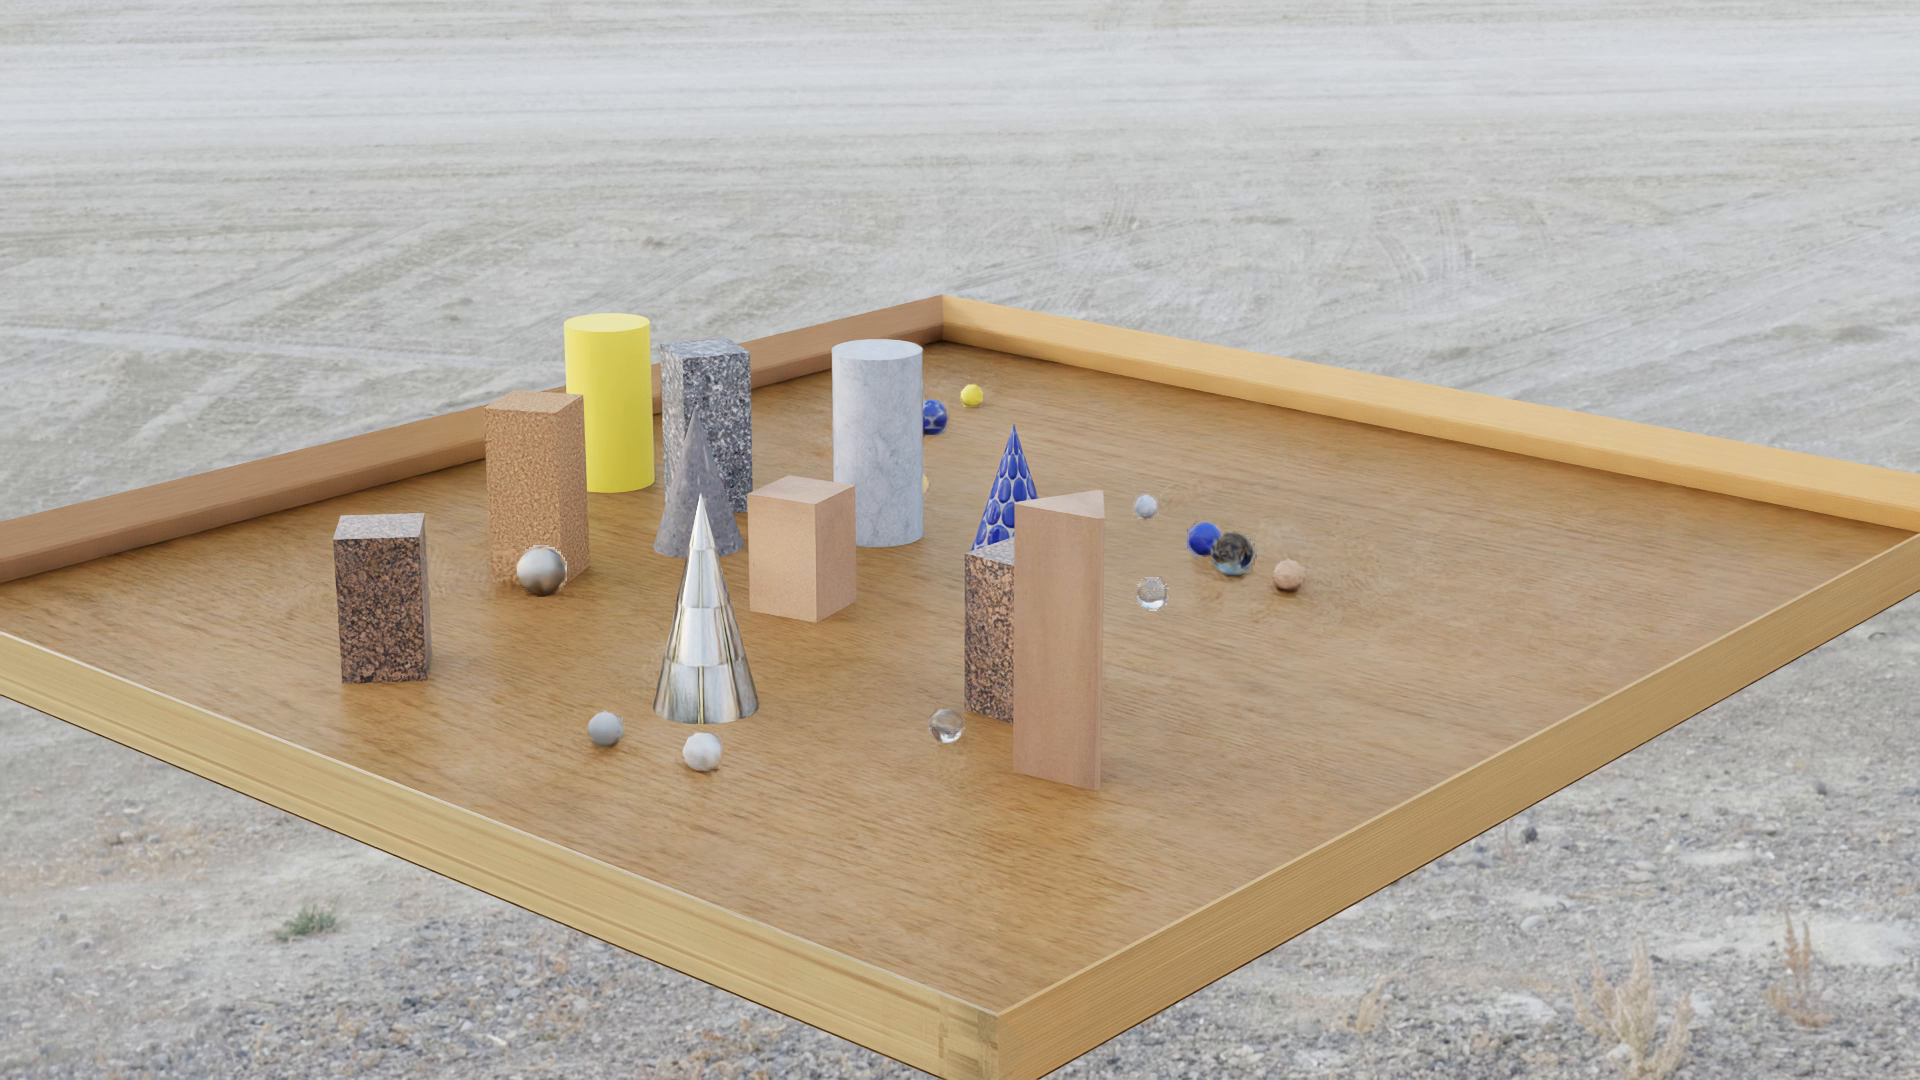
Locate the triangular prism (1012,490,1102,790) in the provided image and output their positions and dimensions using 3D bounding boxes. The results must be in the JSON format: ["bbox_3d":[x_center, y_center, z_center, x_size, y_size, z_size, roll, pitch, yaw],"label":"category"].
[{"bbox_3d":[0.171,0.138,4.245,0.144,0.408,0.124,10,20,31],"label":"triangular prism"}]

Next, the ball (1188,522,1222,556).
[{"bbox_3d":[0.443,-0.002,5.301,0.062,0.062,0.062,0,17,0],"label":"ball"}]

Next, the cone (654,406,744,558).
[{"bbox_3d":[-0.478,-0.116,5.327,0.166,0.263,0.166,0,17,0],"label":"cone"}]

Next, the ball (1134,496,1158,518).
[{"bbox_3d":[0.351,-0.063,5.530,0.044,0.044,0.044,0,17,0],"label":"ball"}]

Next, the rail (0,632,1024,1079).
[{"bbox_3d":[-0.911,0.333,4.119,2.568,0.108,0.045,14,22,39],"label":"rail"}]

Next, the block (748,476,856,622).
[{"bbox_3d":[-0.268,0.014,4.998,0.133,0.208,0.133,9,19,27],"label":"block"}]

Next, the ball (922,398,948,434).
[{"bbox_3d":[-0.062,-0.257,6.113,0.075,0.075,0.075,0,17,0],"label":"ball"}]

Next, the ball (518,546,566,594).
[{"bbox_3d":[-0.726,0.053,5.082,0.083,0.083,0.083,0,17,0],"label":"ball"}]

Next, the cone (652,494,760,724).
[{"bbox_3d":[-0.394,0.093,4.505,0.166,0.344,0.166,0,17,0],"label":"cone"}]

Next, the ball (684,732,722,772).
[{"bbox_3d":[-0.376,0.310,4.284,0.057,0.057,0.057,0,17,0],"label":"ball"}]

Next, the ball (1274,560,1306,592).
[{"bbox_3d":[0.573,0.062,5.102,0.055,0.055,0.055,0,17,0],"label":"ball"}]

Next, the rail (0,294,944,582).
[{"bbox_3d":[-0.952,-0.214,5.913,0.045,0.108,2.827,14,22,39],"label":"rail"}]

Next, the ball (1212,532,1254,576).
[{"bbox_3d":[0.482,0.024,5.190,0.076,0.076,0.076,0,17,0],"label":"ball"}]

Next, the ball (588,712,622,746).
[{"bbox_3d":[-0.530,0.283,4.382,0.052,0.052,0.052,0,17,0],"label":"ball"}]

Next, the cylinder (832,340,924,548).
[{"bbox_3d":[-0.151,-0.179,5.385,0.166,0.351,0.166,0,17,0],"label":"cylinder"}]

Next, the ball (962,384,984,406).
[{"bbox_3d":[0.026,-0.313,6.344,0.048,0.048,0.048,0,17,0],"label":"ball"}]

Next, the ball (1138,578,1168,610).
[{"bbox_3d":[0.329,0.092,5.006,0.052,0.052,0.052,0,17,0],"label":"ball"}]

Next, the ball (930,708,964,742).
[{"bbox_3d":[-0.020,0.278,4.397,0.052,0.052,0.052,0,17,0],"label":"ball"}]

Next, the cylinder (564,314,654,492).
[{"bbox_3d":[-0.685,-0.269,5.734,0.166,0.320,0.166,0,17,0],"label":"cylinder"}]

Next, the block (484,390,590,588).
[{"bbox_3d":[-0.743,-0.091,5.159,0.133,0.315,0.133,4,17,14],"label":"block"}]

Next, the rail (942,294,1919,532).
[{"bbox_3d":[0.911,-0.279,6.127,2.568,0.108,0.045,14,22,39],"label":"rail"}]

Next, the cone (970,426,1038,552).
[{"bbox_3d":[0.096,-0.084,5.235,0.166,0.257,0.166,0,17,0],"label":"cone"}]

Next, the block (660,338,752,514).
[{"bbox_3d":[-0.481,-0.213,5.567,0.133,0.310,0.133,-7,18,-22],"label":"block"}]

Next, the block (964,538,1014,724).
[{"bbox_3d":[0.101,0.139,4.508,0.133,0.253,0.133,14,22,39],"label":"block"}]

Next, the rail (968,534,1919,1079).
[{"bbox_3d":[0.952,0.268,4.333,0.045,0.108,2.827,14,22,39],"label":"rail"}]

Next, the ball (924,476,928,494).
[{"bbox_3d":[-0.090,-0.106,5.646,0.059,0.059,0.059,0,17,0],"label":"ball"}]

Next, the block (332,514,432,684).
[{"bbox_3d":[-0.921,0.092,4.686,0.133,0.239,0.133,-2,17,-6],"label":"block"}]
